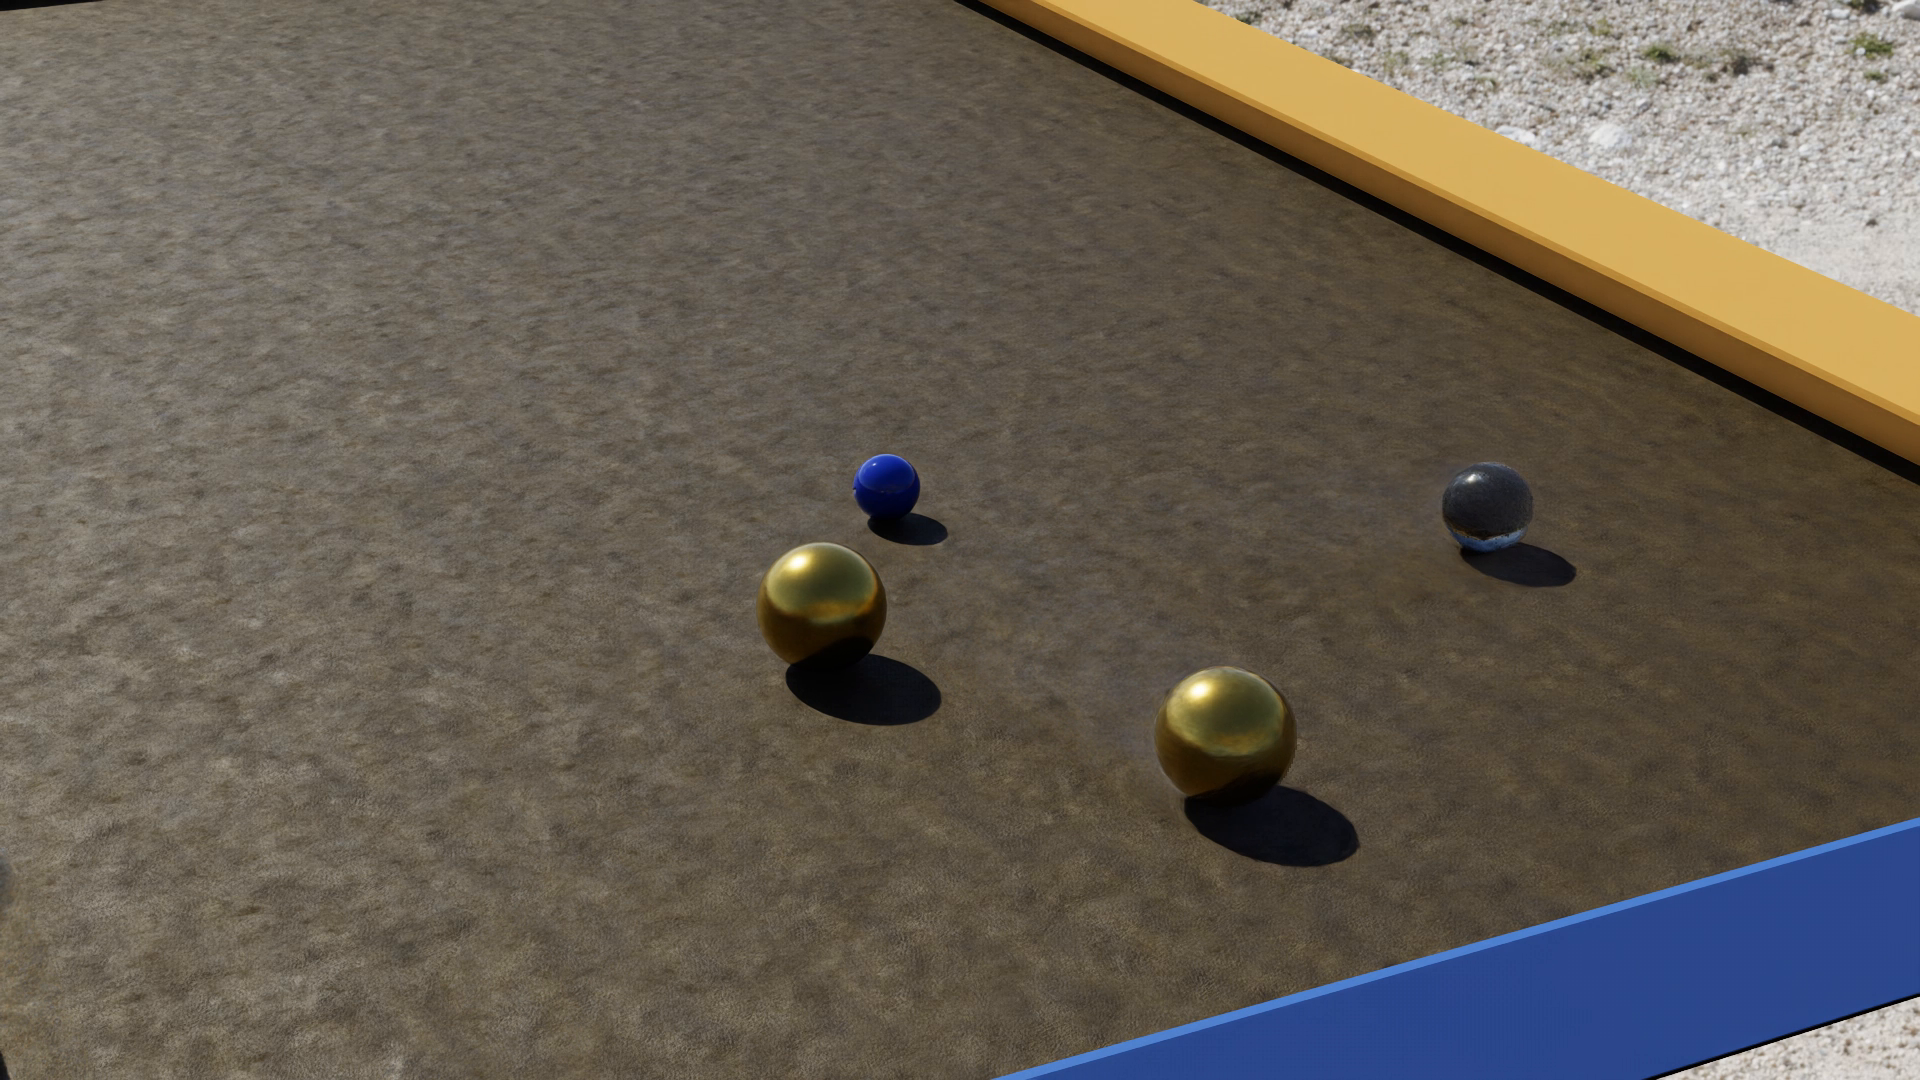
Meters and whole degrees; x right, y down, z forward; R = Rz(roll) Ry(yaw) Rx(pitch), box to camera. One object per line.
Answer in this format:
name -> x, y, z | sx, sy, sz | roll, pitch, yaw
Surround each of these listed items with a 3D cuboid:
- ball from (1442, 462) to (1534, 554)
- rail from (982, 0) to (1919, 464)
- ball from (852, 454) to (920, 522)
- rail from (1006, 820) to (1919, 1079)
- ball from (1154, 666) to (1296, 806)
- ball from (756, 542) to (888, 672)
ball -> 0.398, -0.024, 2.221 | 0.069, 0.069, 0.069 | 0, 24, 0
rail -> 0.380, -0.431, 3.062 | 0.045, 0.118, 2.932 | -11, 27, -24
ball -> -0.057, -0.041, 2.277 | 0.053, 0.053, 0.053 | 0, 24, 0
rail -> 0.310, 0.241, 1.569 | 1.606, 0.118, 0.045 | -11, 27, -24
ball -> 0.168, 0.124, 1.866 | 0.089, 0.089, 0.089 | 0, 24, 0
ball -> -0.096, 0.046, 2.037 | 0.091, 0.091, 0.091 | 0, 24, 0
